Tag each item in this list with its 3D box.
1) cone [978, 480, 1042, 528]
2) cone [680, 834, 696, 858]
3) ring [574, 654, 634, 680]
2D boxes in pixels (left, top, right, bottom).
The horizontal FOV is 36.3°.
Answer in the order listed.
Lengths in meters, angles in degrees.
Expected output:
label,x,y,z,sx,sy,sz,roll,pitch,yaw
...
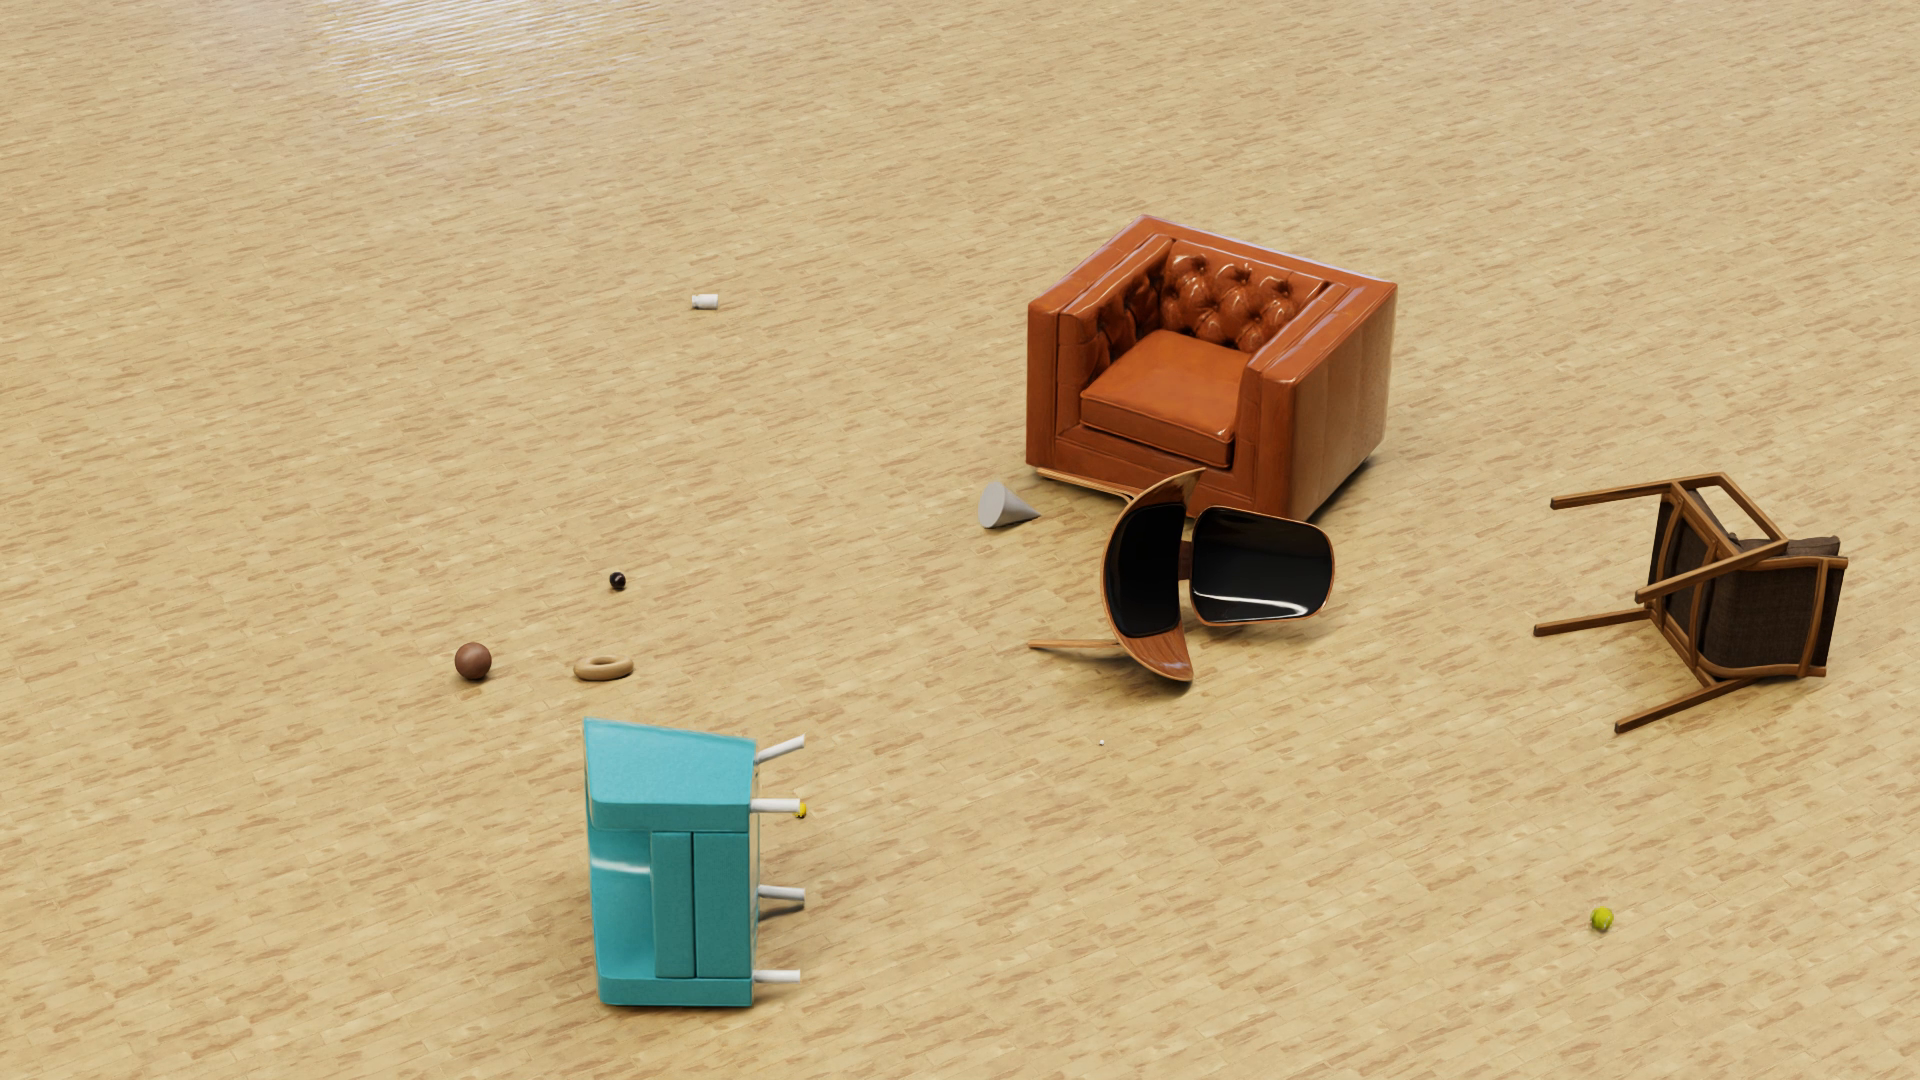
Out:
label,x,y,z,sx,sy,sz,roll,pitch,yaw
cone,0.215,-0.116,11.040,0.223,0.180,0.211,12,-11,-26
cone,-0.874,0.970,9.393,0.038,0.087,0.058,19,38,26
ring,-1.242,0.443,10.219,0.213,0.061,0.101,-5,32,-9
